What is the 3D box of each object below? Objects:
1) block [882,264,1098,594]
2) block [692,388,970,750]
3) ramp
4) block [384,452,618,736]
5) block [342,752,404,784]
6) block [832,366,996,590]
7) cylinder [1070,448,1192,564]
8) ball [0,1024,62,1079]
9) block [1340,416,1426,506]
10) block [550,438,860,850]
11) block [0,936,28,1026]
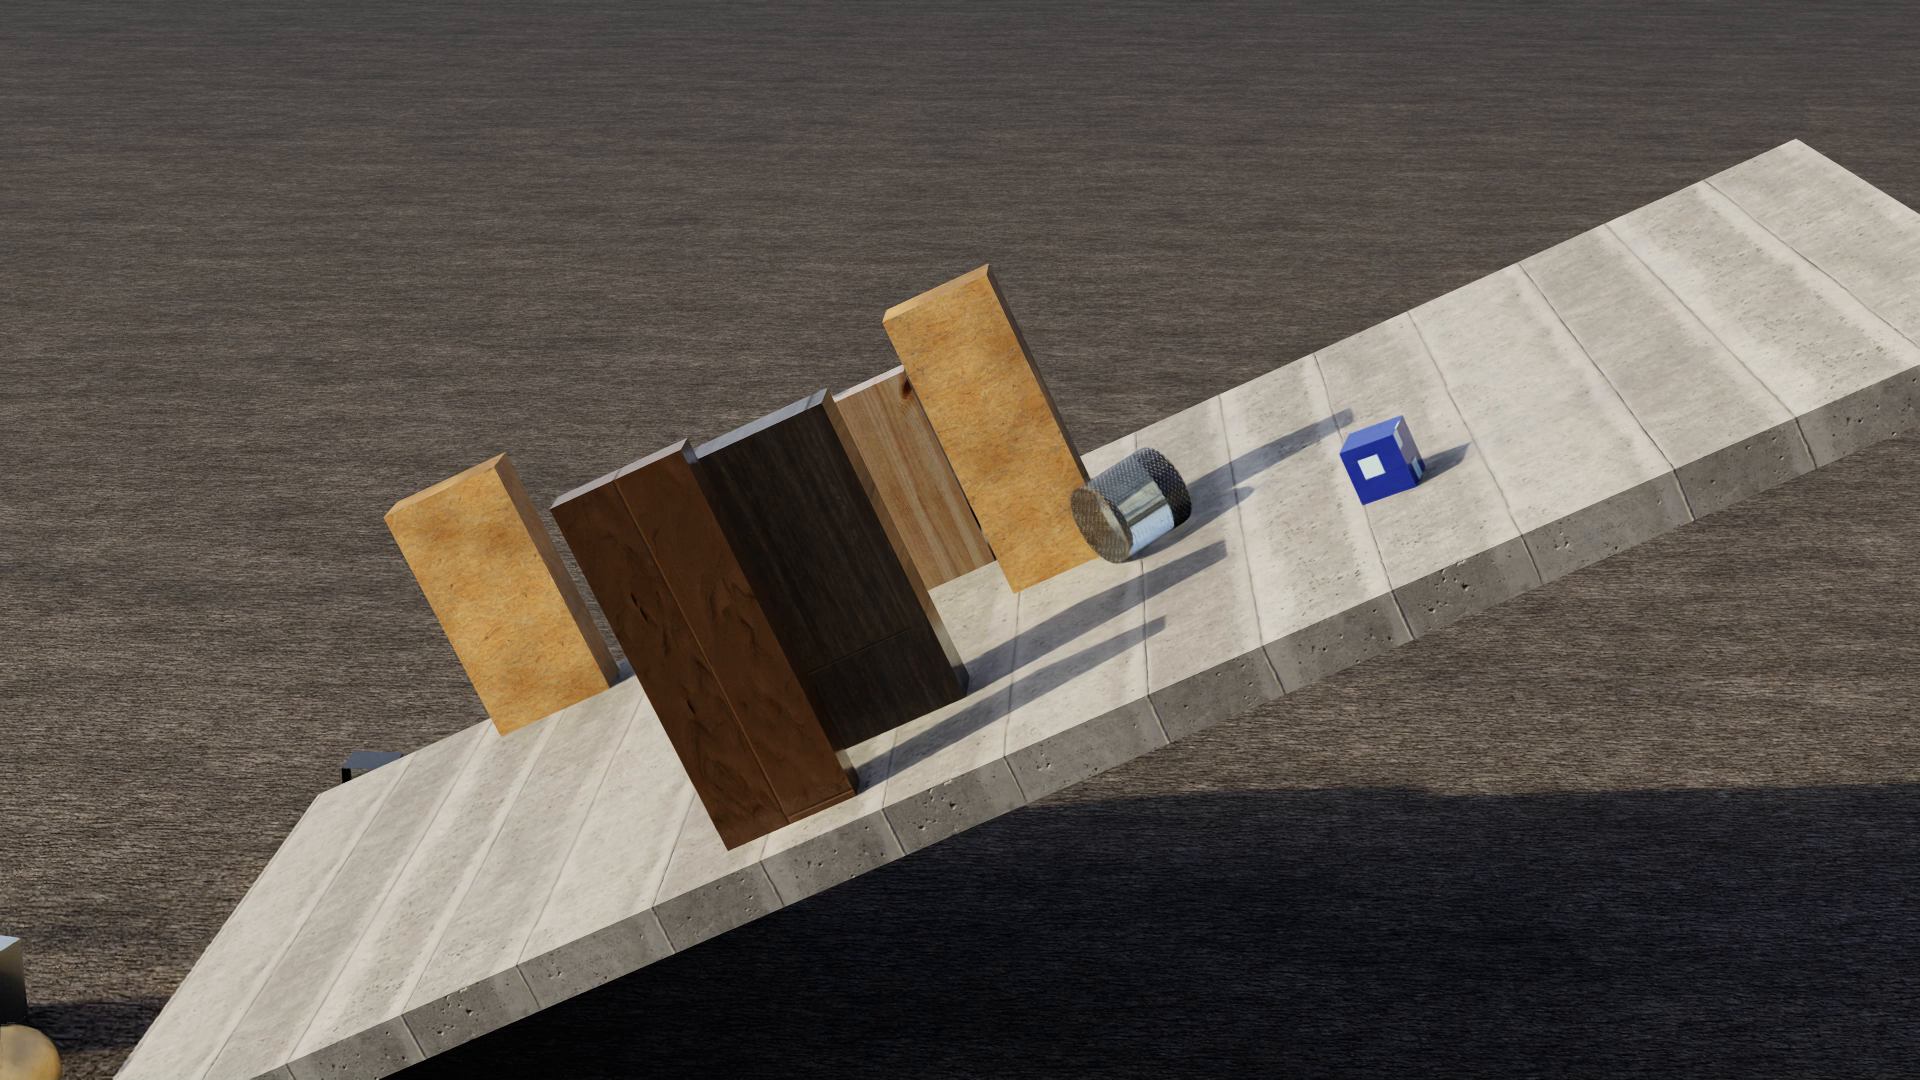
[{"bbox_3d":[0.088,-0.236,6.277,0.241,0.652,0.134,-24,13,9],"label":"block"},{"bbox_3d":[-0.267,0.069,5.770,0.319,0.649,0.132,-24,13,9],"label":"block"},{"bbox_3d":[0.135,0.169,6.282,4.000,0.100,2.000,-24,13,9],"label":"ramp"},{"bbox_3d":[-1.118,0.134,7.201,0.303,0.614,0.145,-24,13,9],"label":"block"},{"bbox_3d":[-1.533,0.637,7.695,0.130,0.130,0.130,1,16,4],"label":"block"},{"bbox_3d":[-0.163,-0.112,6.648,0.315,0.482,0.085,-24,13,9],"label":"block"},{"bbox_3d":[0.359,-0.073,6.178,0.180,0.180,0.180,-32,29,-23],"label":"cylinder"},{"bbox_3d":[-1.930,1.084,5.995,0.190,0.190,0.190,0,16,0],"label":"ball"},{"bbox_3d":[0.828,-0.157,5.762,0.115,0.115,0.115,-20,14,24],"label":"block"},{"bbox_3d":[-0.469,0.199,5.465,0.269,0.732,0.089,-24,13,9],"label":"block"},{"bbox_3d":[-2.165,0.978,6.354,0.200,0.200,0.200,5,16,17],"label":"block"}]
